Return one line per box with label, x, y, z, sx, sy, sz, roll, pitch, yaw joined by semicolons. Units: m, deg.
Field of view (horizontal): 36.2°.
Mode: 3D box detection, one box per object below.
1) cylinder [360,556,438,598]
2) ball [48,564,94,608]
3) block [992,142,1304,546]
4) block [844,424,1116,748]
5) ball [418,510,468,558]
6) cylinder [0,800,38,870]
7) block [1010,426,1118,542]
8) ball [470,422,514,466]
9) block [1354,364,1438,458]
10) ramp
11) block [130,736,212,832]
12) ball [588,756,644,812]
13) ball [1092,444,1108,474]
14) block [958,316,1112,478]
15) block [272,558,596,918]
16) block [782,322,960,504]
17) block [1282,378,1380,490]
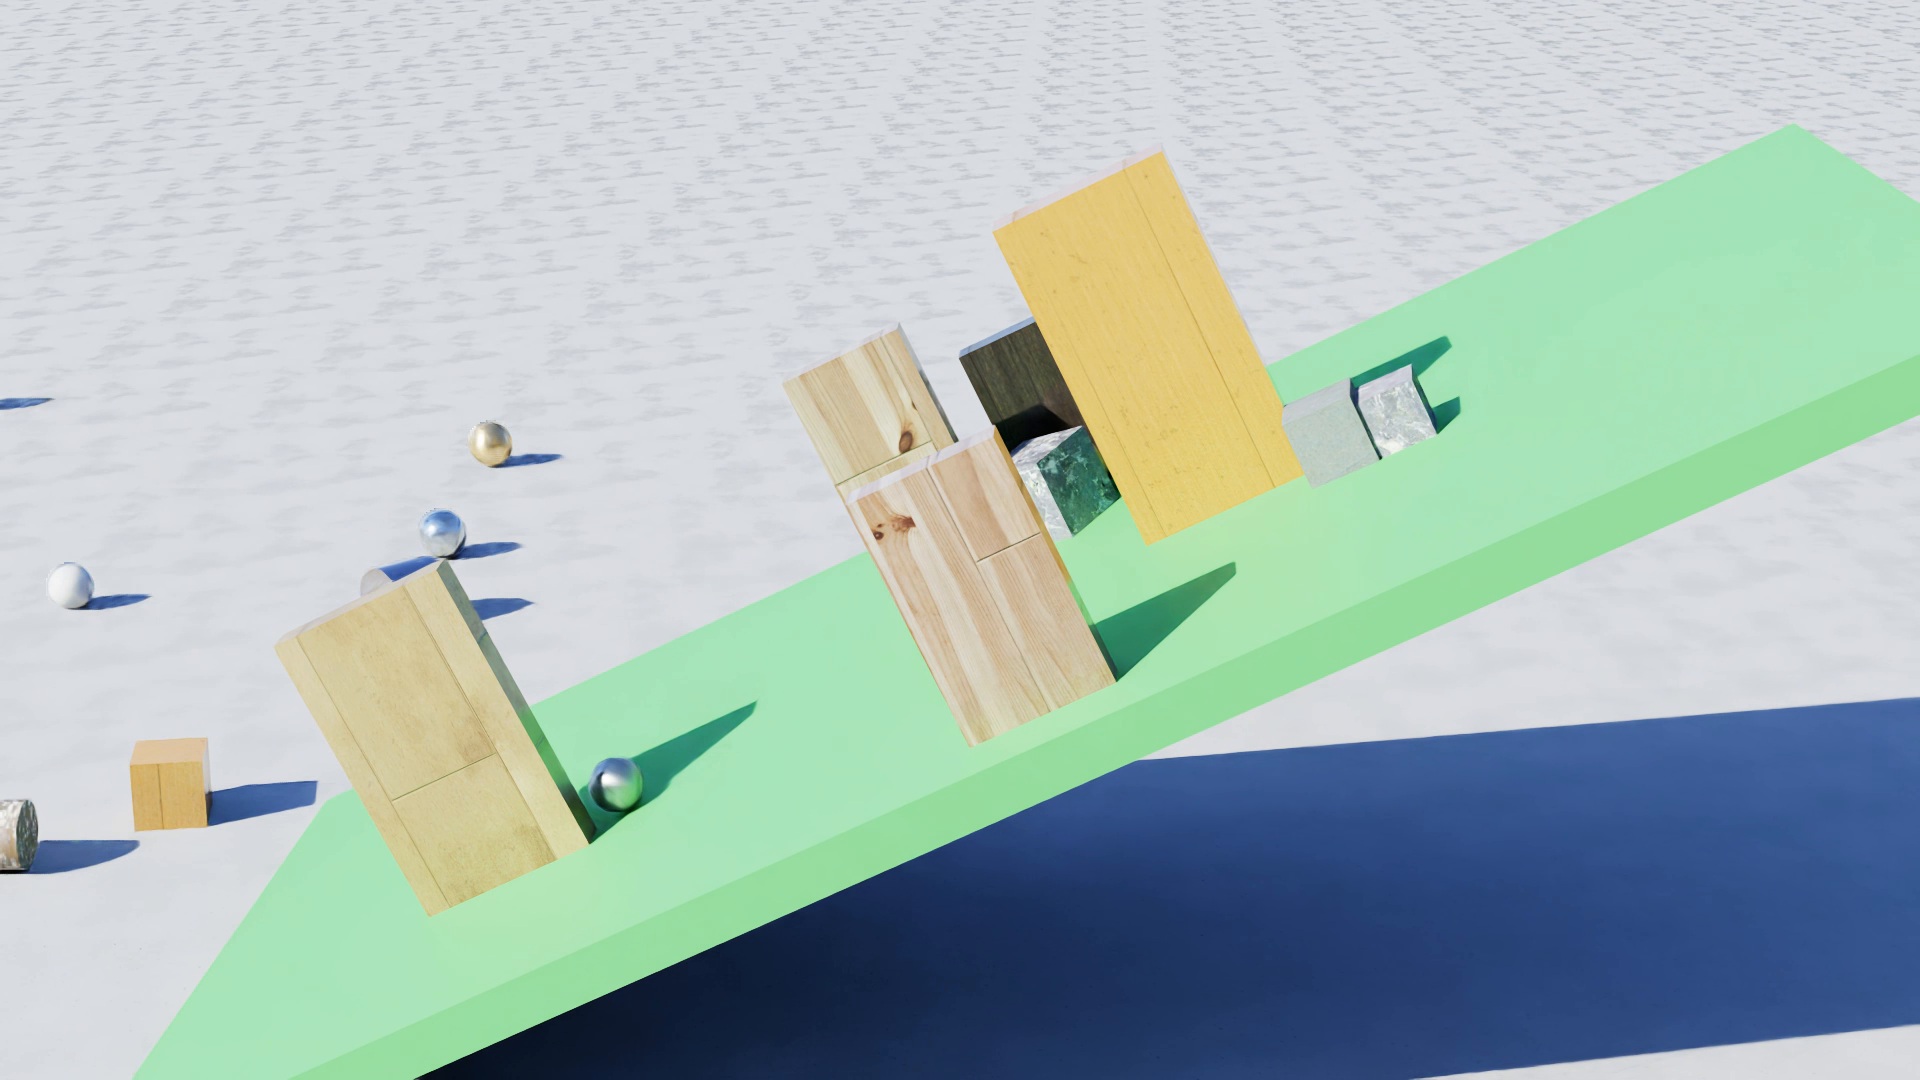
cylinder;-1.741;0.167;9.240;0.202;0.202;0.202;14;21;40
ball;-2.842;0.149;9.408;0.143;0.143;0.143;0;16;0
block;0.402;-0.403;6.105;0.381;0.739;0.126;-25;14;10
block;0.041;0.088;5.428;0.301;0.518;0.089;-25;14;10
ball;-1.750;-0.021;9.958;0.161;0.161;0.161;0;16;0
cylinder;-2.413;0.737;7.334;0.175;0.175;0.175;0;16;0
block;0.198;-0.116;6.609;0.188;0.188;0.188;-13;19;45
ball;-1.772;-0.362;11.121;0.164;0.164;0.164;0;16;0
block;0.885;-0.261;5.978;0.125;0.125;0.125;-23;14;15
ramp;0.138;0.168;6.281;4.000;0.100;2.000;-25;14;10
block;-2.056;0.635;7.668;0.182;0.182;0.182;-3;16;-9
ball;-0.719;0.512;6.156;0.117;0.117;0.117;0;16;0
ball;0.275;-0.162;6.752;0.134;0.134;0.134;0;16;0
block;0.265;-0.333;6.816;0.393;0.410;0.082;-25;14;10
block;-1.076;0.410;6.055;0.382;0.655;0.090;-25;14;10
block;-0.136;-0.162;6.570;0.285;0.581;0.080;-25;14;10
block;0.759;-0.219;6.010;0.149;0.149;0.149;-23;14;15
